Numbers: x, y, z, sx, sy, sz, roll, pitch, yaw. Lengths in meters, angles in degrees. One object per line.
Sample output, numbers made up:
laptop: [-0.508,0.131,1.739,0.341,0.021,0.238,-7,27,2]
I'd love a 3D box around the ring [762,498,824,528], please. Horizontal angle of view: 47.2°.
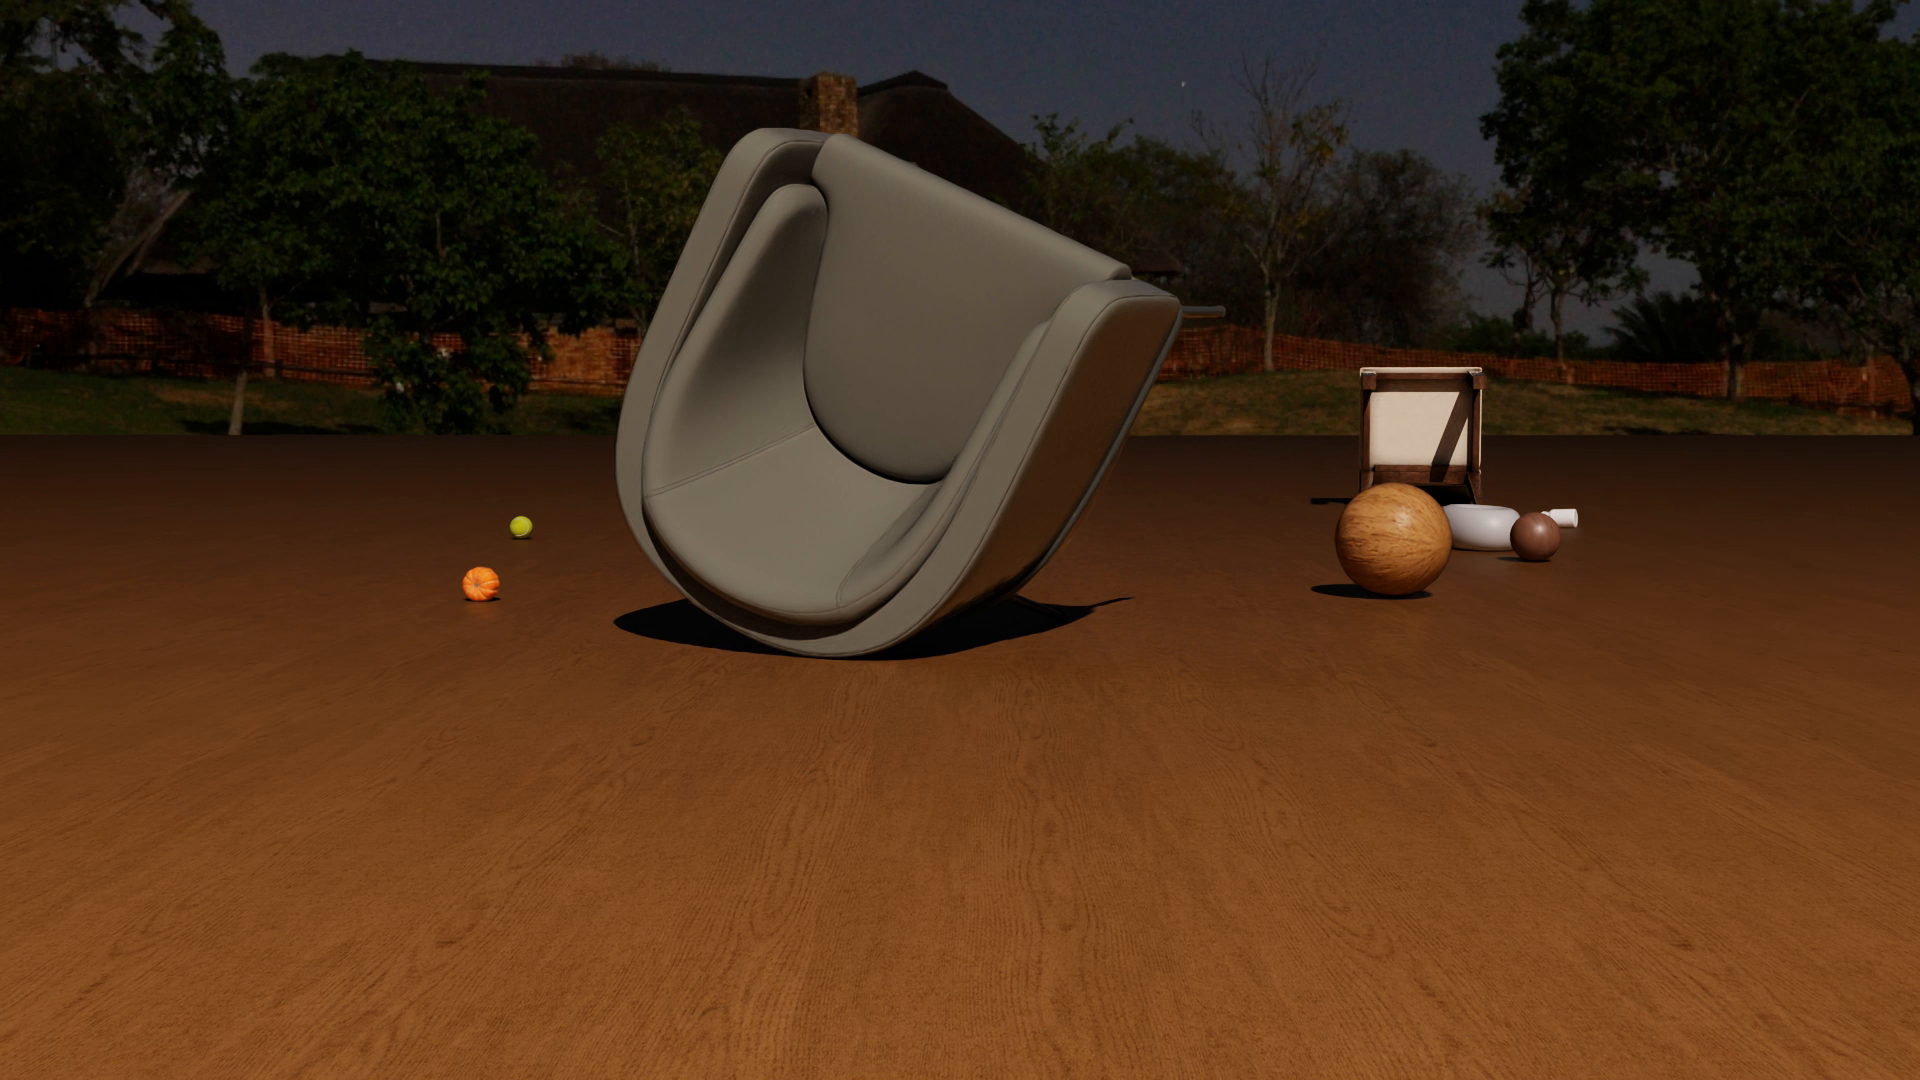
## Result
ring: [-0.548,-0.090,7.188,0.187,0.092,0.266,0,3,-28]

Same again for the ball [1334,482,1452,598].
ball: [0.933,0.000,4.736,0.249,0.249,0.249,0,4,0]

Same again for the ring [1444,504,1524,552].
ring: [1.463,-0.034,6.200,0.227,0.119,0.321,1,5,-9]
